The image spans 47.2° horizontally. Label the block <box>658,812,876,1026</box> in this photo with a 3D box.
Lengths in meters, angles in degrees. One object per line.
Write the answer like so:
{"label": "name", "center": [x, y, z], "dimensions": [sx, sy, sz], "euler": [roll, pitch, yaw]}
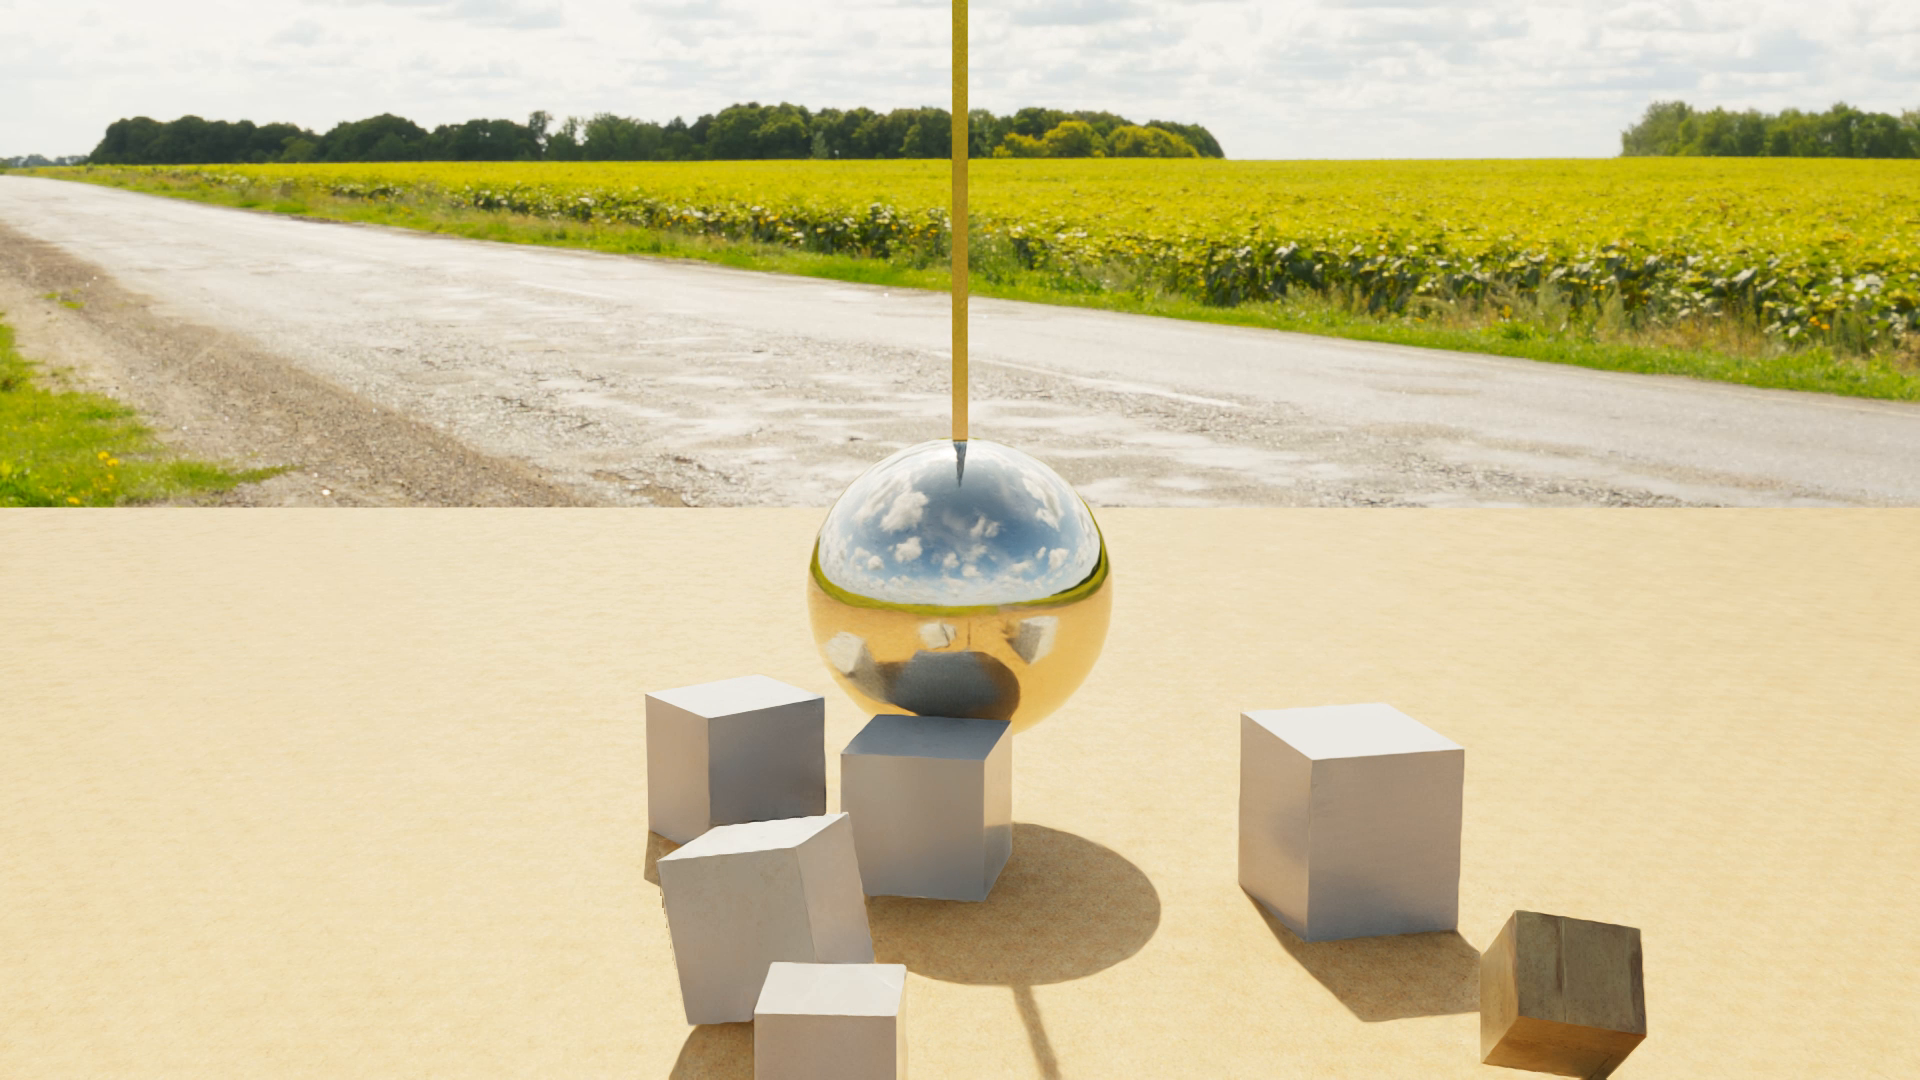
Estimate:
{"label": "block", "center": [-0.771, 1.527, 8.903], "dimensions": [0.605, 0.674, 0.564], "euler": [-9, 4, 19]}

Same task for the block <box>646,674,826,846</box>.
{"label": "block", "center": [-1.146, 1.145, 11.247], "dimensions": [0.687, 0.723, 0.619], "euler": [-8, 13, -37]}

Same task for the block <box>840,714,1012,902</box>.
{"label": "block", "center": [-0.152, 1.279, 10.616], "dimensions": [0.685, 0.685, 0.733], "euler": [2, 11, 11]}

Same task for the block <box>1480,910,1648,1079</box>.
{"label": "block", "center": [2.246, 1.708, 8.230], "dimensions": [0.469, 0.465, 0.424], "euler": [9, 55, -1]}

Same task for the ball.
{"label": "ball", "center": [0.000, 0.267, 11.419], "dimensions": [1.600, 1.600, 1.600], "euler": [0, 10, 0]}

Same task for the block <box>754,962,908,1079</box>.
{"label": "block", "center": [-0.459, 1.858, 7.963], "dimensions": [0.502, 0.495, 0.482], "euler": [1, 10, 3]}

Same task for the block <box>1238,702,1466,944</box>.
{"label": "block", "center": [1.786, 1.283, 10.151], "dimensions": [0.731, 0.843, 0.841], "euler": [-3, 11, -14]}

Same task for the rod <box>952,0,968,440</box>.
{"label": "rod", "center": [0.000, -3.058, 10.707], "dimensions": [0.080, 5.200, 0.080], "euler": [0, 12, 0]}
